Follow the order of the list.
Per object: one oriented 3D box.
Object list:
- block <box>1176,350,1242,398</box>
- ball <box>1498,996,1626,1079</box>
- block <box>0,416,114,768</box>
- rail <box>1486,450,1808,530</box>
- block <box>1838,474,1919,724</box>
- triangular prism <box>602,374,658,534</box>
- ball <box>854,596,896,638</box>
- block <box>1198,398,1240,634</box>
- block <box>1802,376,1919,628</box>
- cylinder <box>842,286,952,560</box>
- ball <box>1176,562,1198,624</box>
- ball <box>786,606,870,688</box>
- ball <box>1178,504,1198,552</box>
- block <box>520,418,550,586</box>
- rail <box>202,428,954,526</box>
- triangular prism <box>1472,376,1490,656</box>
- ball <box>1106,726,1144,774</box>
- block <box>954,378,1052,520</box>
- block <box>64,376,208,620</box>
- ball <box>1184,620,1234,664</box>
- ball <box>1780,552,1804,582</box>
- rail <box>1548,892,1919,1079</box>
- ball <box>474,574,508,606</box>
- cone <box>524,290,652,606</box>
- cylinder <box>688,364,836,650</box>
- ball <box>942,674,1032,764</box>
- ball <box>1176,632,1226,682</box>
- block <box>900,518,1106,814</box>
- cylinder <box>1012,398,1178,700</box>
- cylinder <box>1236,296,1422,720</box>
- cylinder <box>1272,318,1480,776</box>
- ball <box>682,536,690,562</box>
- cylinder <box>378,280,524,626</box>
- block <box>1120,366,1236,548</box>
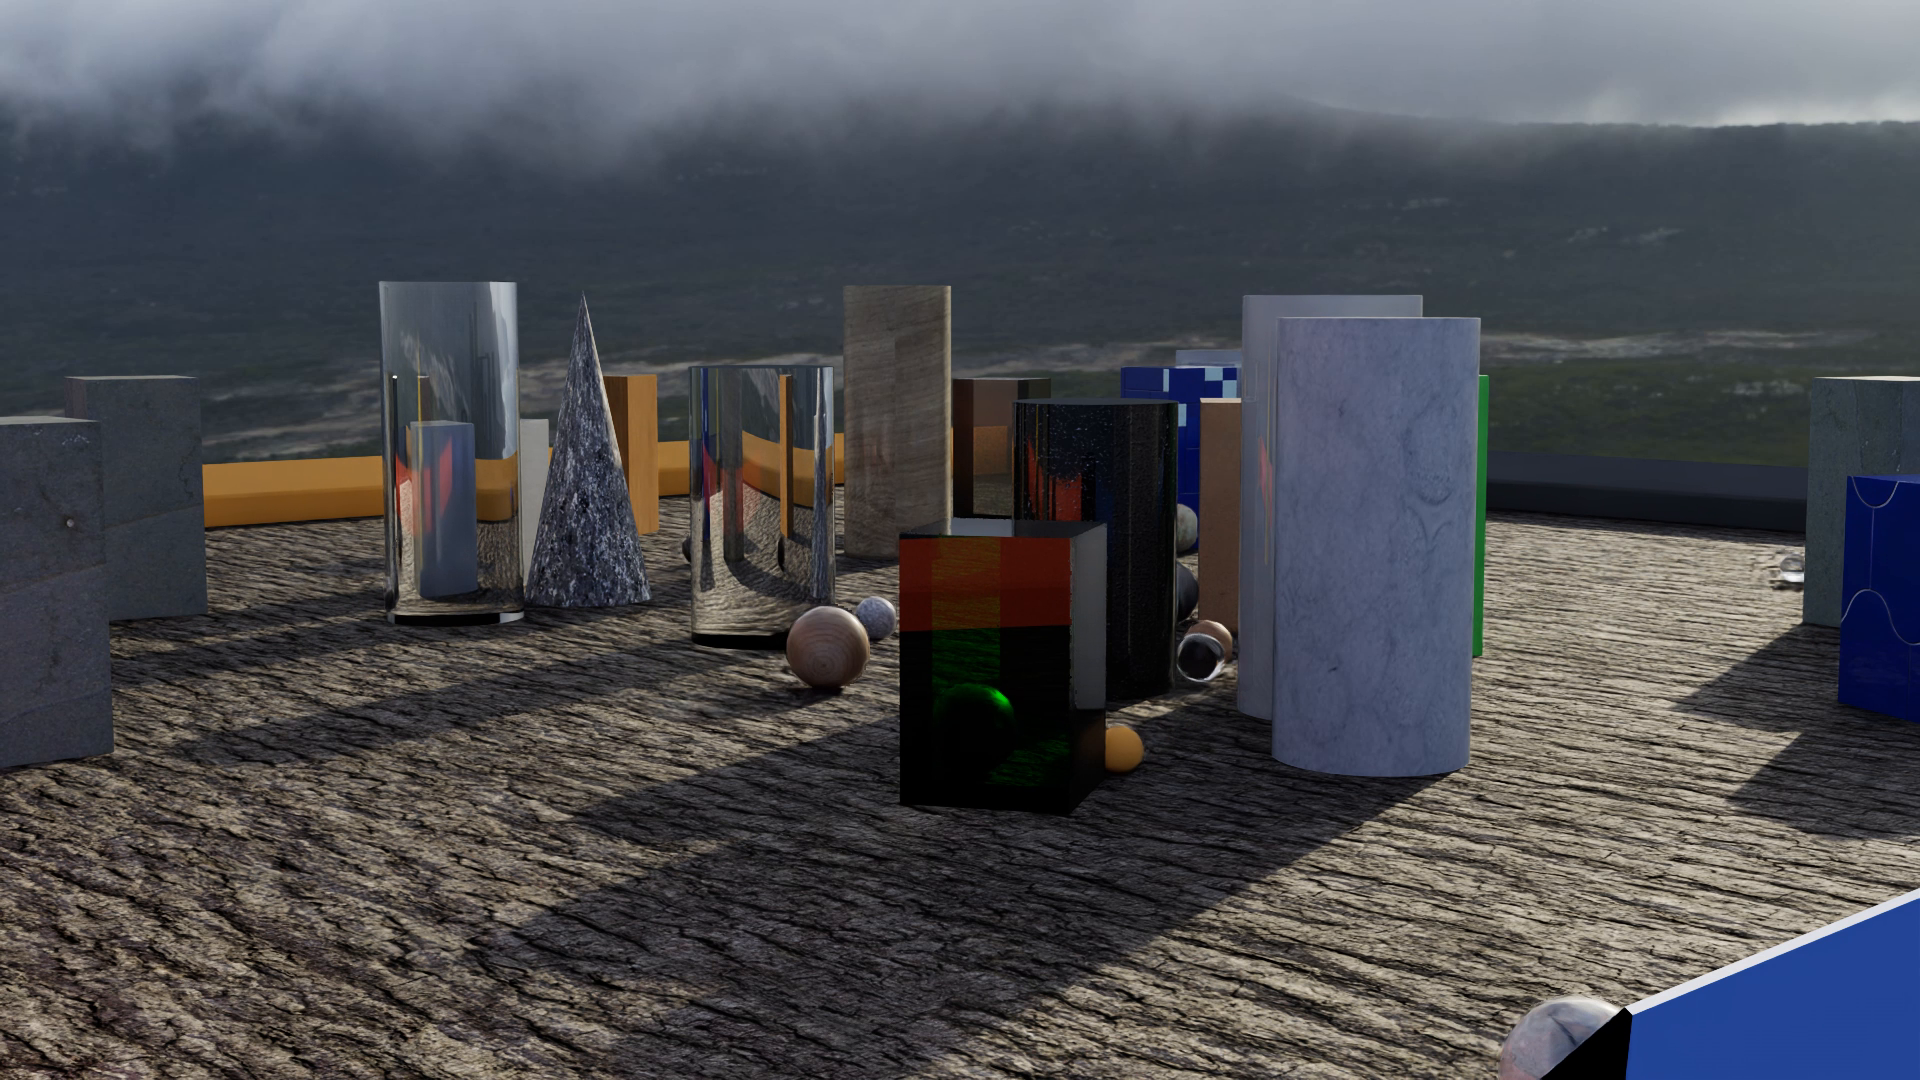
[{"bbox_3d":[0.529,-0.199,4.414,0.156,0.364,0.156,2,6,22],"label":"block"},{"bbox_3d":[0.327,0.283,1.155,0.085,0.085,0.085,0,6,0],"label":"ball"},{"bbox_3d":[-0.964,0.048,2.208,0.156,0.334,0.156,-5,8,-42],"label":"block"},{"bbox_3d":[1.451,-0.106,4.663,0.045,0.127,3.852,-5,8,-42],"label":"rail"},{"bbox_3d":[1.096,0.062,2.439,0.156,0.258,0.156,-2,6,-14],"label":"block"},{"bbox_3d":[-0.664,-0.172,4.396,0.169,0.315,0.147,5,8,42],"label":"triangular prism"},{"bbox_3d":[-0.115,0.105,2.984,0.058,0.058,0.058,0,6,0],"label":"ball"},{"bbox_3d":[0.416,-0.037,3.095,0.156,0.318,0.156,1,6,5],"label":"block"},{"bbox_3d":[1.312,-0.053,3.097,0.156,0.349,0.156,-3,7,-26],"label":"block"},{"bbox_3d":[-0.114,-0.217,3.997,0.195,0.487,0.195,0,6,0],"label":"cylinder"},{"bbox_3d":[0.288,0.075,3.096,0.095,0.095,0.095,0,6,0],"label":"ball"},{"bbox_3d":[-0.156,0.126,2.590,0.098,0.098,0.098,0,6,0],"label":"ball"},{"bbox_3d":[0.393,-0.022,4.038,0.092,0.092,0.092,0,6,0],"label":"ball"},{"bbox_3d":[-0.777,-0.062,3.583,0.156,0.265,0.156,2,6,20],"label":"block"},{"bbox_3d":[-1.290,-0.113,4.722,3.996,0.127,0.045,-5,8,-42],"label":"rail"},{"bbox_3d":[0.569,-0.034,2.860,0.169,0.361,0.147,-3,7,-25],"label":"triangular prism"},{"bbox_3d":[0.153,0.202,2.113,0.047,0.047,0.047,0,6,0],"label":"ball"},{"bbox_3d":[0.091,-0.200,4.753,0.156,0.297,0.156,3,7,29],"label":"block"},{"bbox_3d":[-1.214,-0.066,3.239,0.156,0.346,0.156,-4,7,-33],"label":"block"},{"bbox_3d":[0.306,0.131,2.716,0.062,0.062,0.062,0,6,0],"label":"ball"},{"bbox_3d":[1.367,0.045,3.596,0.050,0.050,0.050,0,6,0],"label":"ball"},{"bbox_3d":[1.290,0.179,1.942,3.996,0.127,0.045,-5,8,-42],"label":"rail"},{"bbox_3d":[-0.705,0.075,3.312,0.050,0.050,0.050,0,6,0],"label":"ball"},{"bbox_3d":[-0.576,-0.146,3.382,0.195,0.475,0.195,0,6,0],"label":"cone"},{"bbox_3d":[-0.266,-0.049,2.967,0.195,0.368,0.195,0,6,0],"label":"cylinder"},{"bbox_3d":[0.026,0.176,2.168,0.088,0.088,0.088,0,6,0],"label":"ball"},{"bbox_3d":[0.288,0.141,2.637,0.059,0.059,0.059,0,6,0],"label":"ball"},{"bbox_3d":[0.042,0.111,2.029,0.156,0.246,0.156,2,6,16],"label":"block"},{"bbox_3d":[0.158,0.005,2.595,0.195,0.338,0.195,0,6,0],"label":"cylinder"},{"bbox_3d":[0.408,-0.039,2.436,0.195,0.460,0.195,0,6,0],"label":"cylinder"},{"bbox_3d":[0.410,-0.001,2.178,0.195,0.437,0.195,0,6,0],"label":"cylinder"},{"bbox_3d":[-0.458,0.015,3.851,0.057,0.057,0.057,0,6,0],"label":"ball"},{"bbox_3d":[-0.732,-0.129,3.170,0.195,0.484,0.195,0,6,0],"label":"cylinder"},{"bbox_3d":[0.413,-0.160,4.180,0.156,0.337,0.156,-3,7,-30],"label":"block"}]
